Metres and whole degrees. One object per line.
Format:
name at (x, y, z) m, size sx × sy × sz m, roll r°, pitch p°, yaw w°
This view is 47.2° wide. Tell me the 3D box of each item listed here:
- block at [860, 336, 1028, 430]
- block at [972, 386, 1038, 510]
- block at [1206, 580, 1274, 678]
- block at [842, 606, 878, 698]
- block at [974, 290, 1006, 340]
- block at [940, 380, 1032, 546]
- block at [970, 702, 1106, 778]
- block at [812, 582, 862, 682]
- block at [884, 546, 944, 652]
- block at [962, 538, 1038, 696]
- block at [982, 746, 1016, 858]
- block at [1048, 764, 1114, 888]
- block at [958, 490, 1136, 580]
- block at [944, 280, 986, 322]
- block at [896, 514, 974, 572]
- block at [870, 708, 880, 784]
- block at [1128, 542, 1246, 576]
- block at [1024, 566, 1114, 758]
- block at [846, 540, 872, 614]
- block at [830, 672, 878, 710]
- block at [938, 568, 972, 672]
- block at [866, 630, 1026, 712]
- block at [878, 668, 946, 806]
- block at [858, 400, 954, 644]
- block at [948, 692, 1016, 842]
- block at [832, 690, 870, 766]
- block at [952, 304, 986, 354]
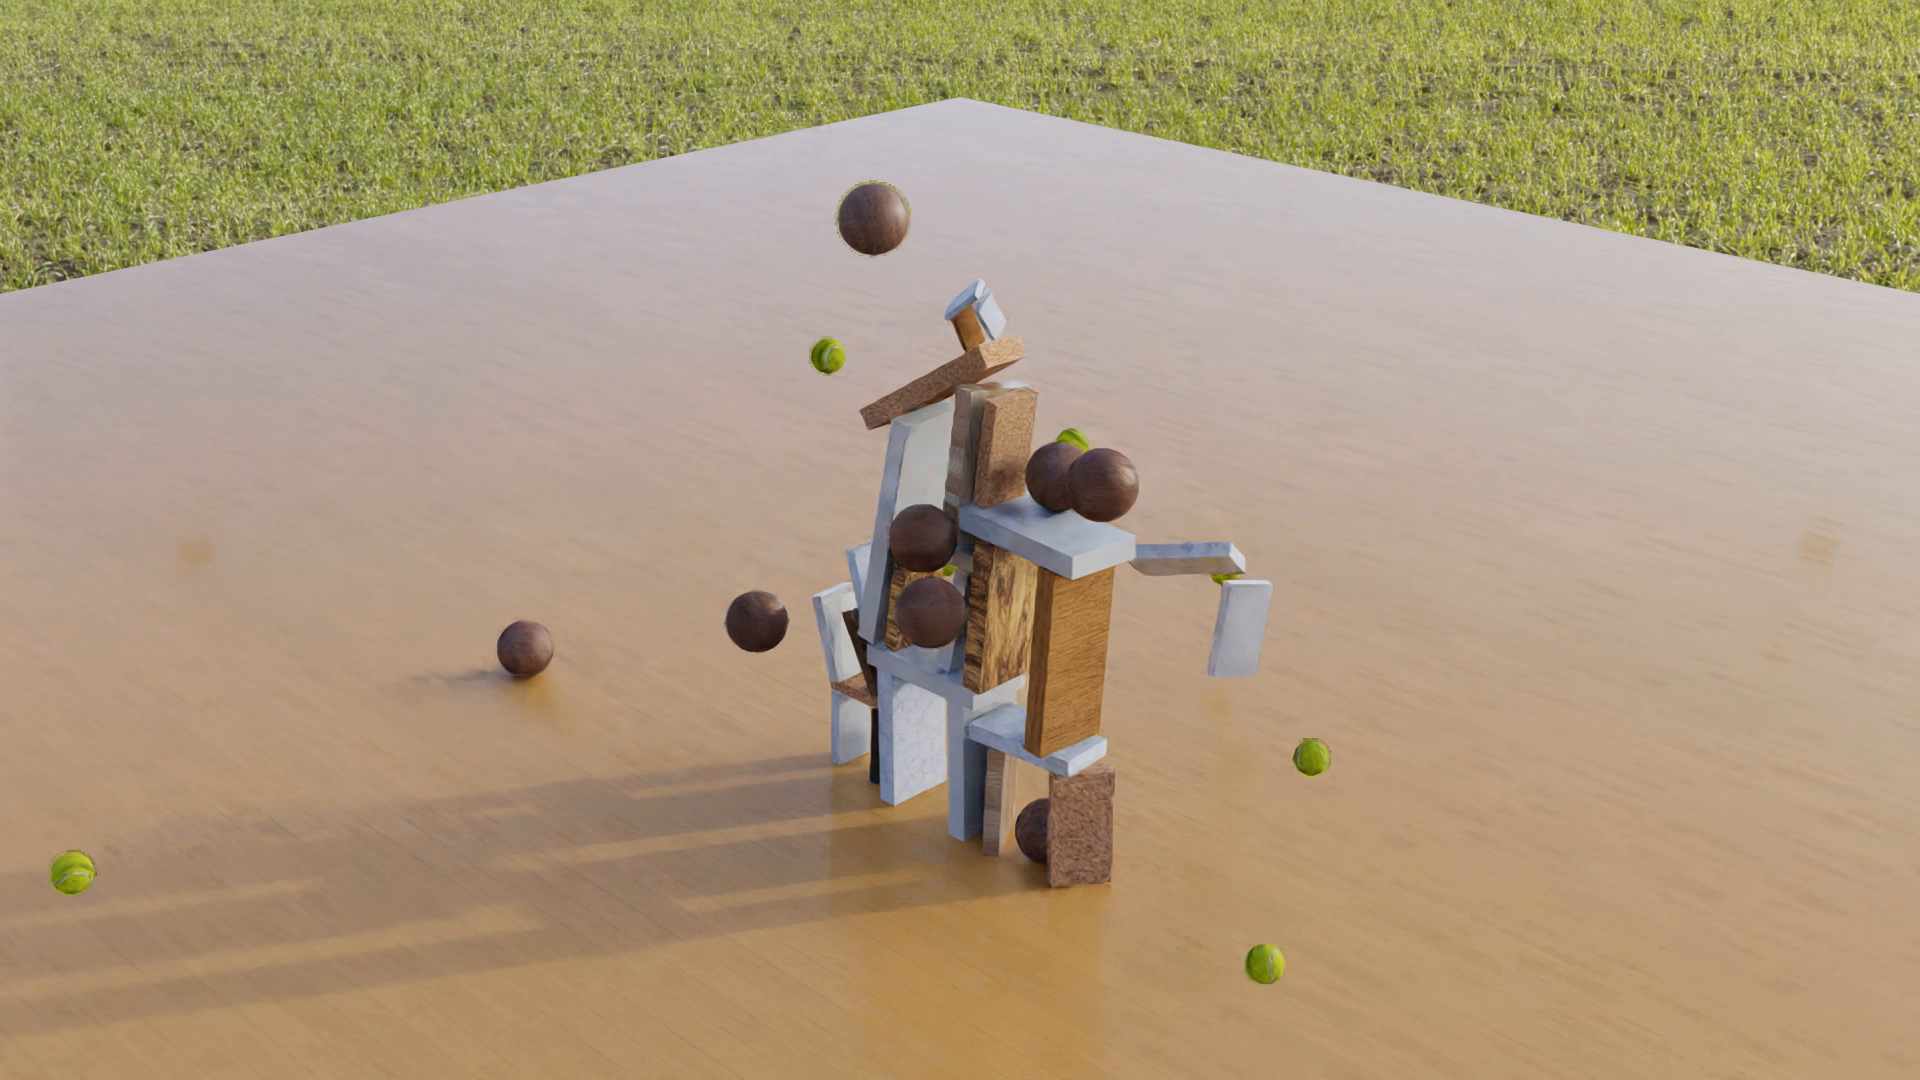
block at (-0.031, -0.298, 4.178) m, size 0.302 × 0.043 × 0.151 m, roll -25°, pitch -1°, yaw 34°
block at (0.084, -0.171, 4.093) m, size 0.108 × 0.215 × 0.030 m, roll -19°, pitch 38°, yaw -39°
block at (0.607, 0.192, 4.769) m, size 0.108 × 0.215 × 0.030 m, roll 0°, pitch 19°, yaw -27°
block at (-0.170, 0.221, 4.508) m, size 0.094 × 0.187 × 0.027 m, roll -22°, pitch 4°, yaw -42°
block at (0.056, -0.413, 4.049) m, size 0.013 × 0.090 × 0.045 m, roll 17°, pitch 67°, yaw 32°
block at (0.049, -0.145, 4.155) m, size 0.151 × 0.302 × 0.043 m, roll -8°, pitch 23°, yaw -40°
block at (0.148, 0.381, 4.208) m, size 0.238 × 0.034 × 0.119 m, roll 18°, pitch 29°, yaw 36°
block at (-0.247, 0.192, 4.566) m, size 0.027 × 0.187 × 0.094 m, roll 2°, pitch 18°, yaw 43°
block at (-0.088, 0.102, 4.356) m, size 0.032 × 0.226 × 0.113 m, roll 29°, pitch 36°, yaw 34°
block at (0.085, 0.126, 4.189) m, size 0.044 × 0.313 × 0.157 m, roll 25°, pitch 33°, yaw 36°
block at (0.079, 0.486, 4.308) m, size 0.034 × 0.239 × 0.119 m, roll 8°, pitch 24°, yaw 13°
block at (0.229, 0.543, 4.176) m, size 0.119 × 0.238 × 0.034 m, roll -4°, pitch 23°, yaw -8°
block at (0.158, -0.014, 4.057) m, size 0.157 × 0.044 × 0.313 m, roll -17°, pitch 28°, yaw -37°
block at (0.007, -0.439, 4.034) m, size 0.090 × 0.013 × 0.045 m, roll -33°, pitch 28°, yaw 41°
block at (-0.004, 0.009, 4.240) m, size 0.226 × 0.032 × 0.113 m, roll 19°, pitch 29°, yaw 39°
block at (-0.147, 0.415, 4.562) m, size 0.024 × 0.171 × 0.085 m, roll 23°, pitch 32°, yaw 36°
block at (0.453, 0.038, 4.404) m, size 0.215 × 0.030 × 0.108 m, roll -2°, pitch -20°, yaw 24°
block at (0.203, 0.209, 4.080) m, size 0.157 × 0.381 × 0.044 m, roll -18°, pitch 33°, yaw -38°
block at (-0.172, 0.099, 4.475) m, size 0.027 × 0.187 × 0.094 m, roll 1°, pitch 17°, yaw 45°
block at (-0.179, 0.309, 4.561) m, size 0.171 × 0.024 × 0.086 m, roll 21°, pitch 31°, yaw 41°
block at (0.024, 0.139, 4.265) m, size 0.032 × 0.226 × 0.113 m, roll 32°, pitch 36°, yaw 33°
block at (-0.029, 0.248, 4.359) m, size 0.298 × 0.042 × 0.149 m, roll 21°, pitch 31°, yaw 40°
block at (-0.097, 0.378, 4.489) m, size 0.042 × 0.298 × 0.149 m, roll 21°, pitch 30°, yaw 41°
block at (-0.102, -0.032, 4.330) m, size 0.043 × 0.491 × 0.151 m, roll 31°, pitch 36°, yaw 32°
block at (0.044, 0.433, 4.358) m, size 0.042 × 0.298 × 0.149 m, roll 21°, pitch 31°, yaw 41°
block at (-0.231, 0.383, 4.639) m, size 0.024 × 0.171 × 0.085 m, roll 23°, pitch 32°, yaw 40°
block at (0.015, -0.393, 4.092) m, size 0.013 × 0.090 × 0.045 m, roll 26°, pitch 62°, yaw 40°
